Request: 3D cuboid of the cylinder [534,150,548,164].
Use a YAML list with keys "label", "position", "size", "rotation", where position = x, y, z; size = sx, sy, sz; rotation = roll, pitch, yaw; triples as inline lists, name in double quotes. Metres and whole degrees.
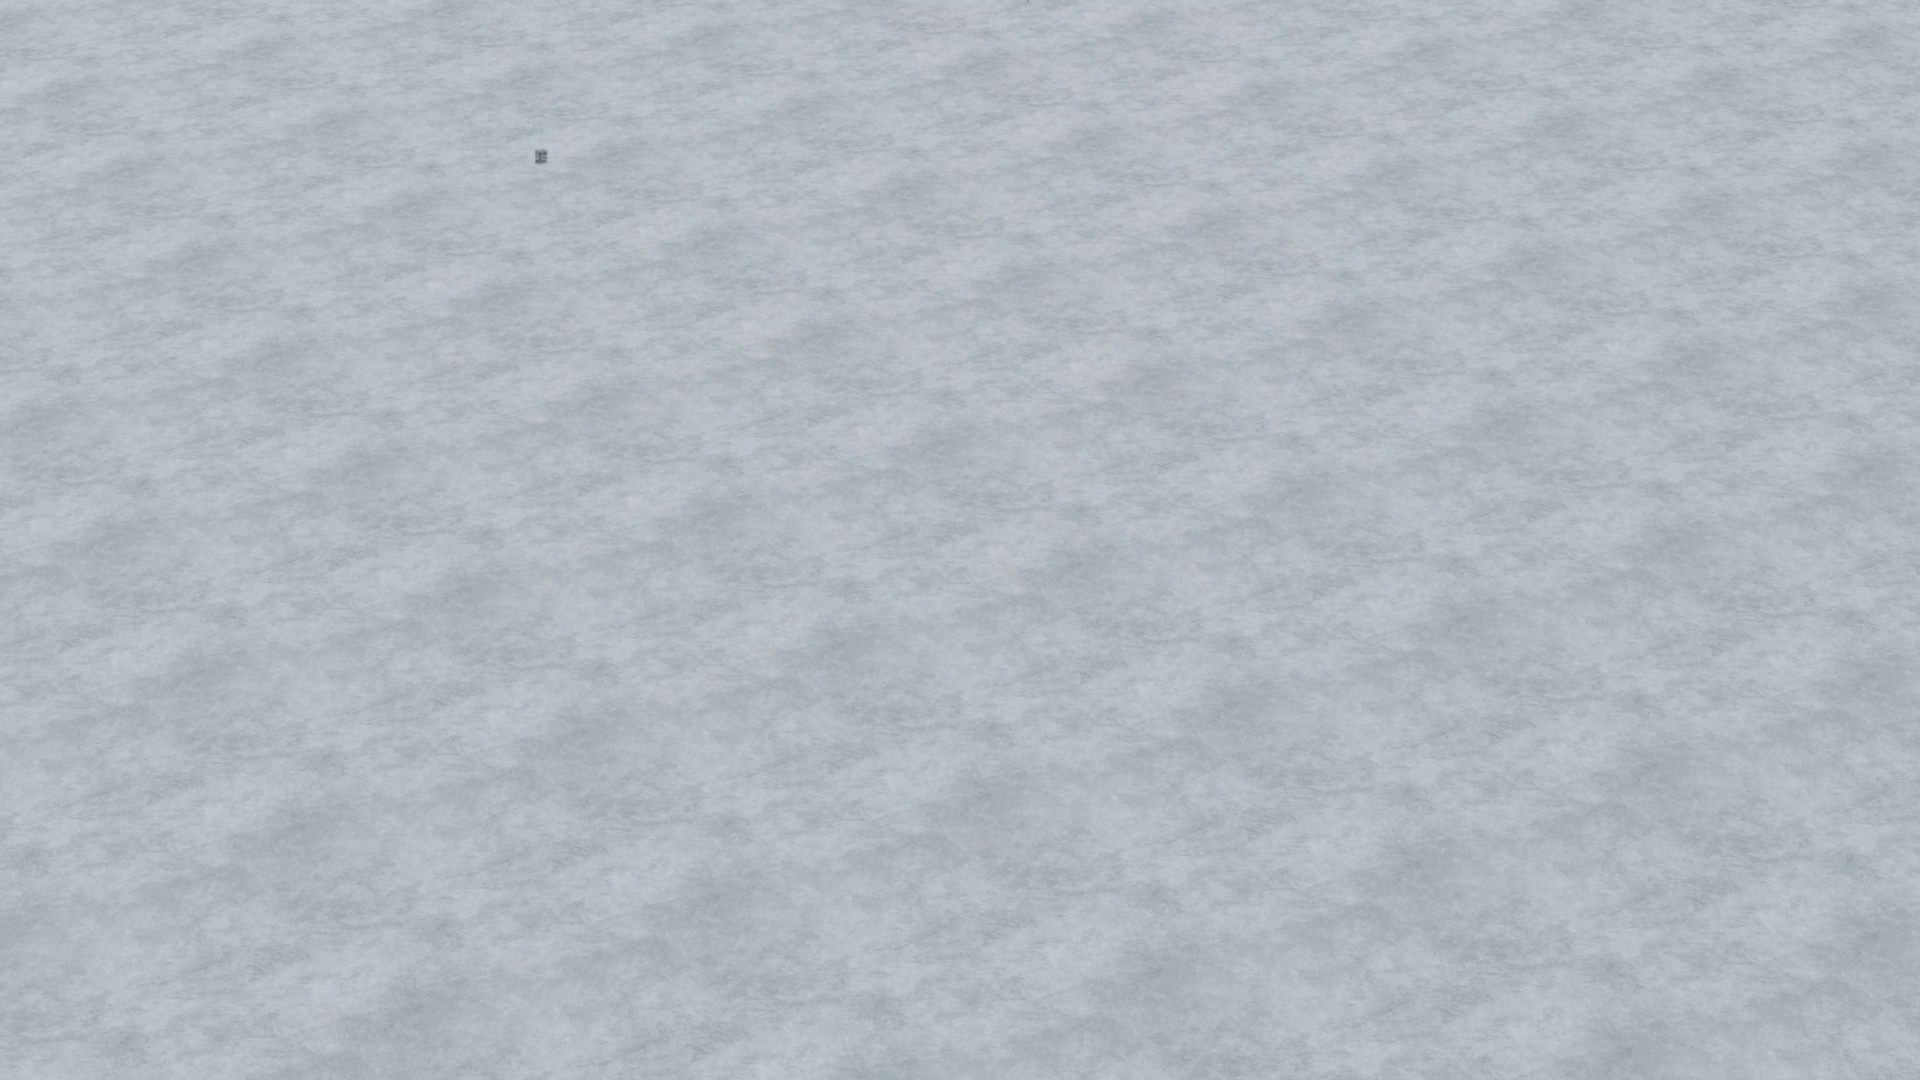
- label: "cylinder"
  position: [-1.318, -1.204, 9.222]
  size: [0.040, 0.043, 0.044]
  rotation: [-1, 24, -9]
